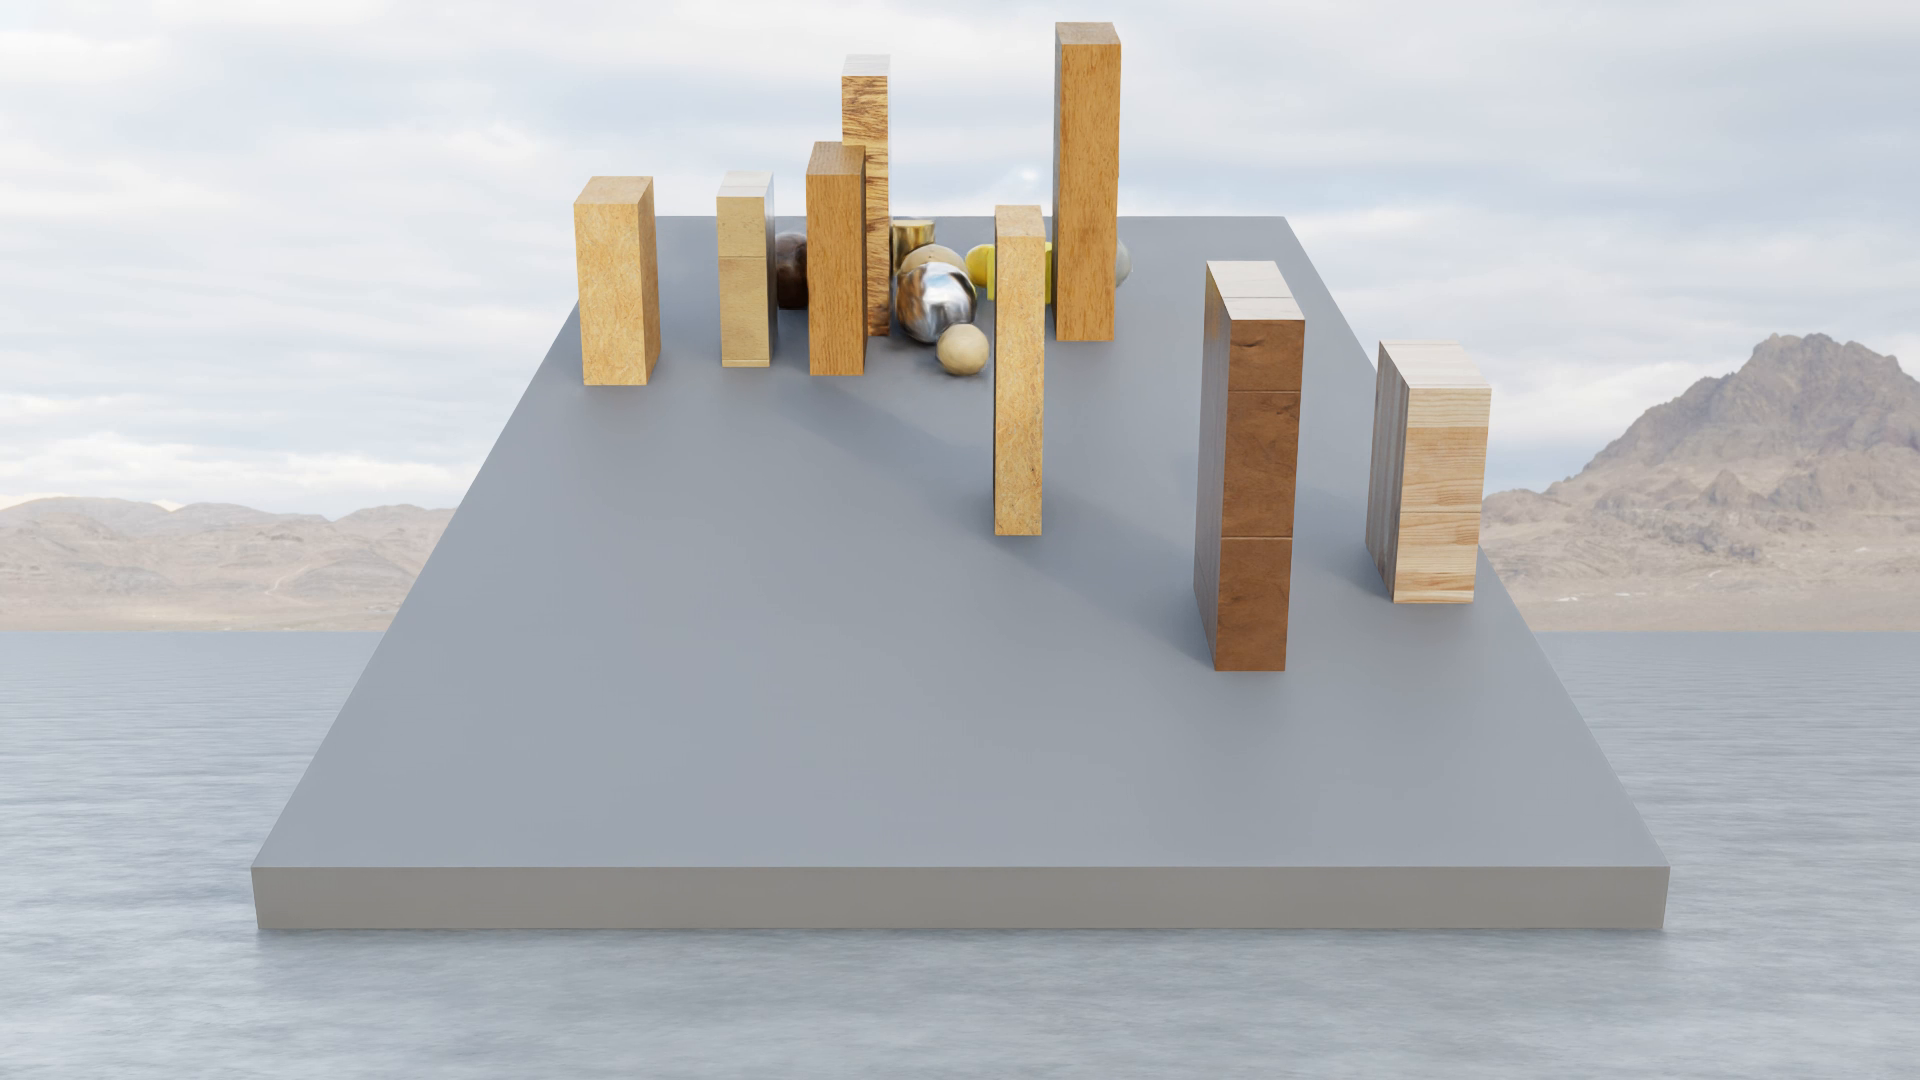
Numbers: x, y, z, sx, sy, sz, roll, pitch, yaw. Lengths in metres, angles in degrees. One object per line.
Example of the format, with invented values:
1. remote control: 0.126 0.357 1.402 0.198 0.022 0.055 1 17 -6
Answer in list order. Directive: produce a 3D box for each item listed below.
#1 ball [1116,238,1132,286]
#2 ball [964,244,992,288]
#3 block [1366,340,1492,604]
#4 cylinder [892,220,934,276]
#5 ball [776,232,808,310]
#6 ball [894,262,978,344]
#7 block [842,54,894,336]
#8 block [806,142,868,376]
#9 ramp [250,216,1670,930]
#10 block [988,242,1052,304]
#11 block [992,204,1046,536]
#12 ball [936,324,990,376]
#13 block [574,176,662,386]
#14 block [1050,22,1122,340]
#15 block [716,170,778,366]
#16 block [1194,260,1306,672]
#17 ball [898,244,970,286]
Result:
1. ball: 0.383 -0.743 6.115 0.150 0.150 0.150 0 -2 0
2. ball: 0.068 -0.731 6.098 0.117 0.117 0.117 0 -2 0
3. block: 0.852 -0.130 4.182 0.143 0.405 0.303 0 21 0
4. cylinder: -0.139 -0.801 6.261 0.138 0.138 0.138 0 15 0
5. ball: -0.439 -0.698 5.927 0.200 0.200 0.200 0 -2 0
6. ball: -0.059 -0.582 5.624 0.204 0.204 0.204 0 -2 0
7. block: -0.231 -0.872 5.757 0.111 0.647 0.320 0 21 0
8. block: -0.292 -0.684 5.503 0.126 0.480 0.386 0 21 0
9. ramp: -0.006 -0.216 5.099 2.000 0.100 4.000 0 21 0
10. block: 0.174 -0.704 6.025 0.142 0.142 0.142 19 28 39
11. block: 0.113 -0.332 4.443 0.089 0.590 0.260 0 21 0
12. ball: 0.007 -0.449 5.391 0.124 0.124 0.124 0 -2 0
13. block: -0.805 -0.615 5.394 0.145 0.429 0.295 0 21 0
14. block: 0.311 -0.900 5.718 0.142 0.730 0.357 0 21 0
15. block: -0.513 -0.660 5.533 0.113 0.413 0.290 0 21 0
16. block: 0.487 -0.132 3.901 0.117 0.611 0.374 0 21 0
17. ball: -0.068 -0.664 5.862 0.185 0.185 0.185 0 -2 0
